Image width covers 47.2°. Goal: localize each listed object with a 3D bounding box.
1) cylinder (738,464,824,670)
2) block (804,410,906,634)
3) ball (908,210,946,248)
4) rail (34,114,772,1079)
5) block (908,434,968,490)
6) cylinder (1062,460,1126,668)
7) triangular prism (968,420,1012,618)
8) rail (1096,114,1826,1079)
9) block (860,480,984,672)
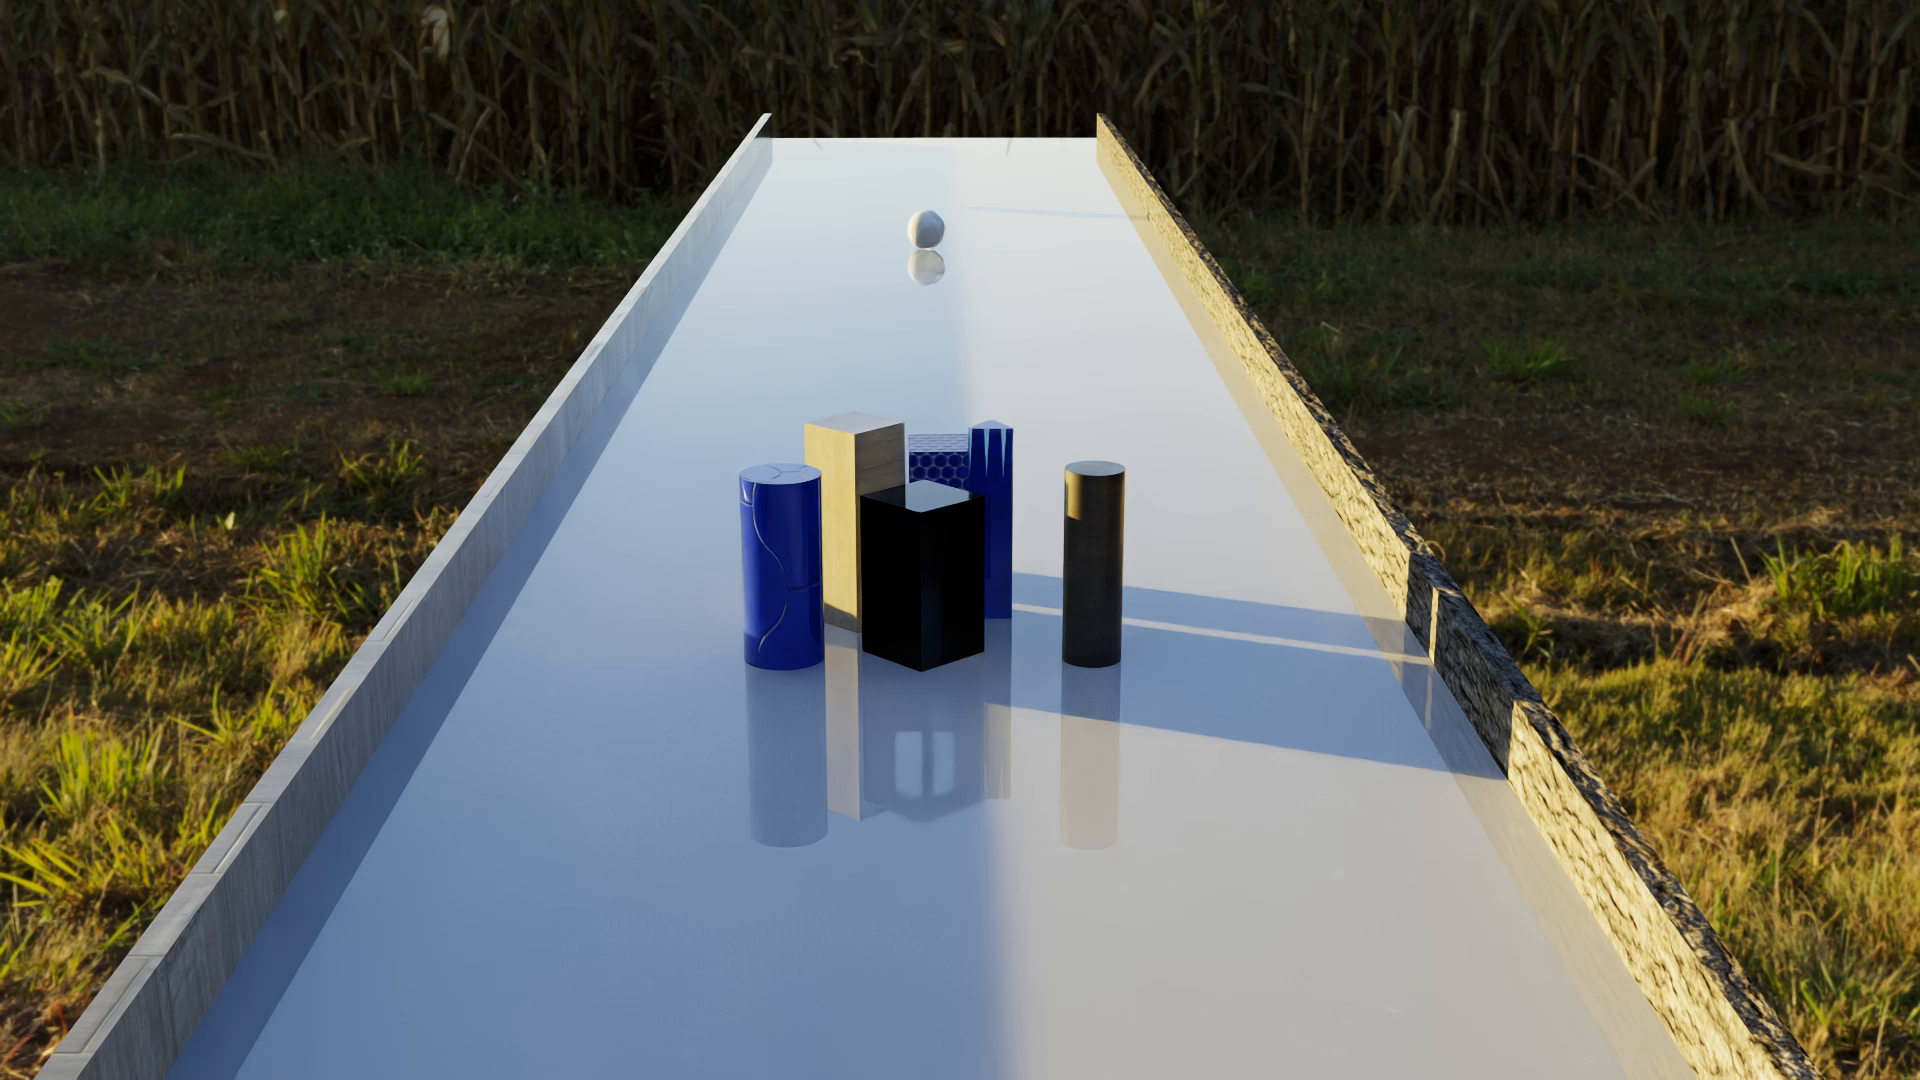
[{"bbox_3d":[-0.354,0.052,4.380,0.163,0.382,0.163,0,17,0],"label":"cylinder"},{"bbox_3d":[-0.218,-0.040,4.615,0.147,0.425,0.147,15,22,41],"label":"block"},{"bbox_3d":[-0.145,-1.328,9.404,0.164,0.164,0.164,0,17,0],"label":"ball"},{"bbox_3d":[-1.118,-0.838,7.780,0.050,0.150,12.000,0,17,-1],"label":"rail"},{"bbox_3d":[-0.034,-0.064,4.894,0.160,0.313,0.160,-1,17,-2],"label":"block"},{"bbox_3d":[0.265,0.048,4.373,0.119,0.395,0.119,0,17,0],"label":"cylinder"},{"bbox_3d":[0.065,-0.044,4.648,0.091,0.414,0.079,1,17,2],"label":"triangular prism"},{"bbox_3d":[0.932,-0.844,7.801,0.050,0.150,12.000,0,17,-1],"label":"rail"},{"bbox_3d":[-0.075,0.069,4.420,0.176,0.328,0.176,-15,22,-42],"label":"block"}]
